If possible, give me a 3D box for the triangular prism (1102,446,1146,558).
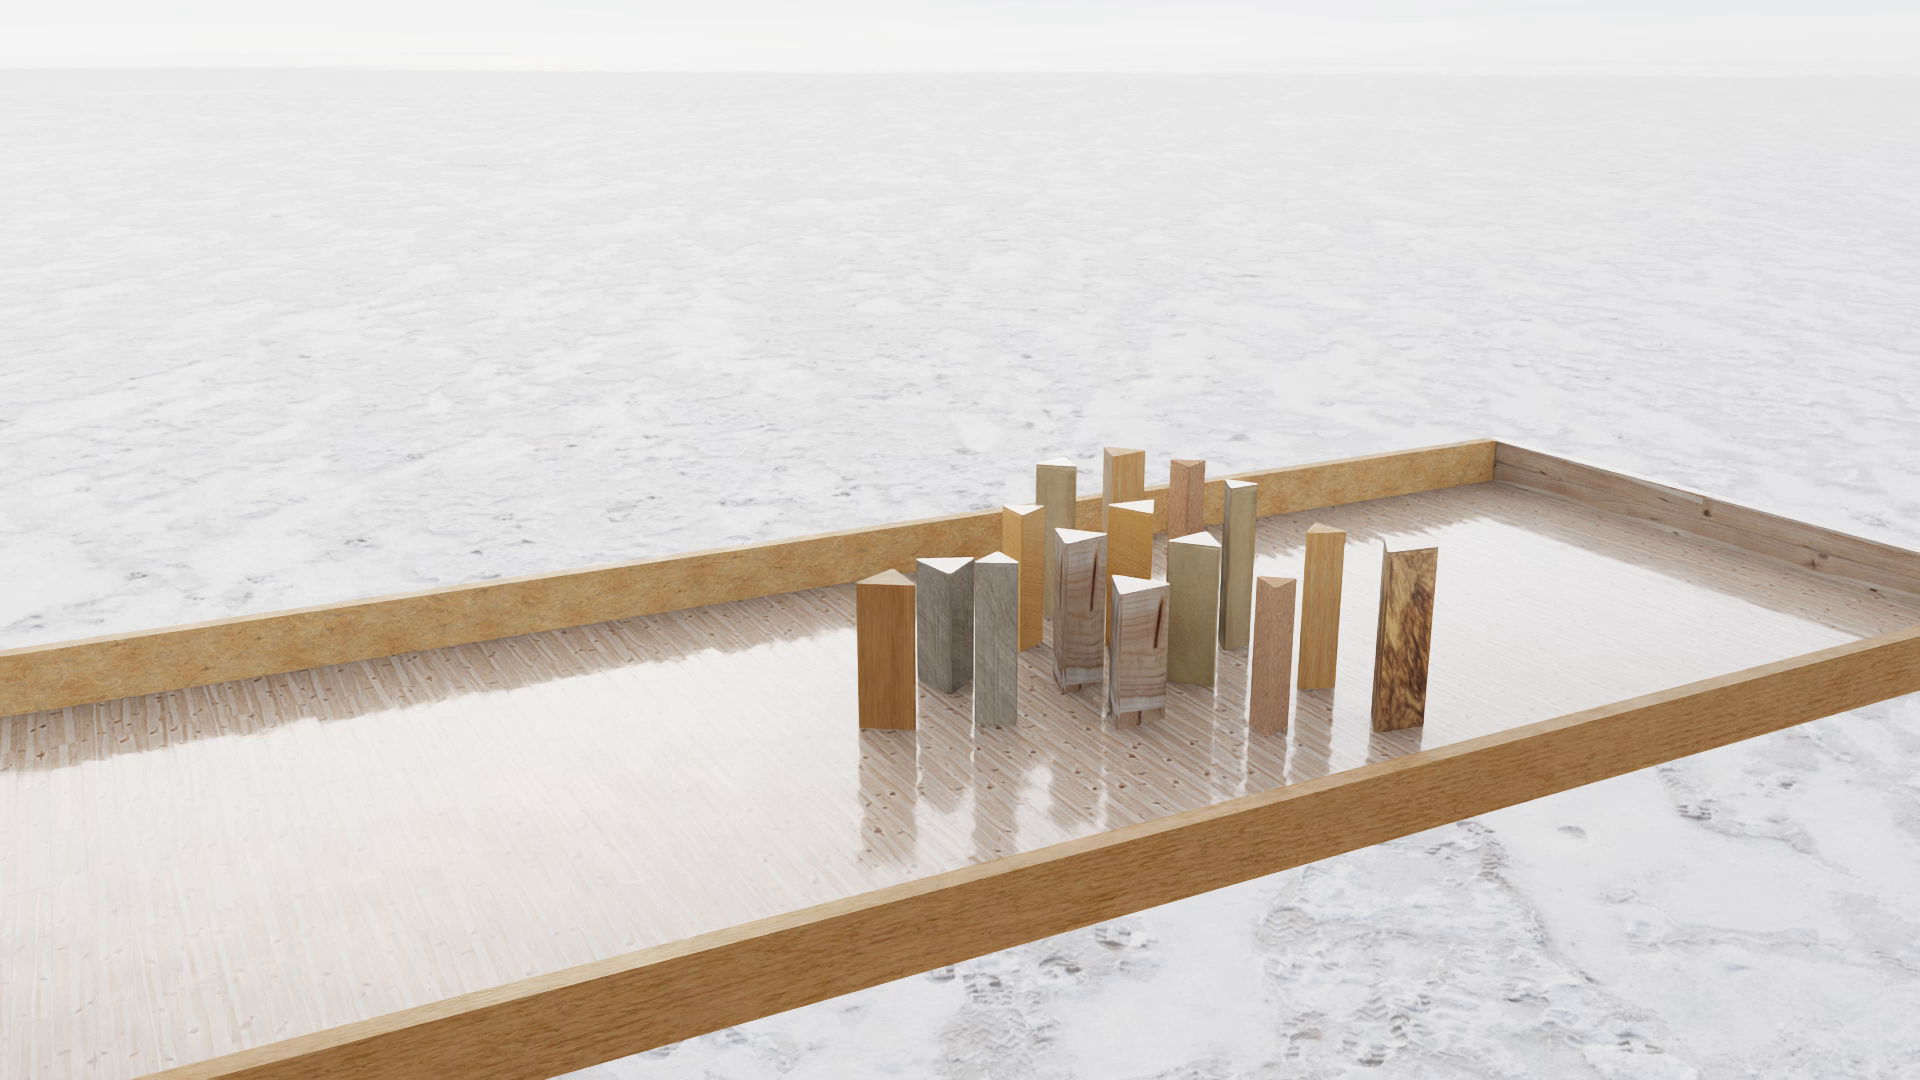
[{"bbox_3d":[0.459,-0.071,4.880,0.125,0.403,0.108,-12,20,-35],"label":"triangular prism"}]

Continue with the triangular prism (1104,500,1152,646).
[{"bbox_3d":[0.472,0.093,4.348,0.131,0.388,0.113,12,20,36],"label":"triangular prism"}]

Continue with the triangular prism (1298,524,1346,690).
[{"bbox_3d":[0.881,0.163,4.084,0.097,0.404,0.084,-2,16,-7],"label":"triangular prism"}]

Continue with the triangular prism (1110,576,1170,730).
[{"bbox_3d":[0.394,0.258,3.885,0.142,0.334,0.123,-10,19,-30],"label":"triangular prism"}]

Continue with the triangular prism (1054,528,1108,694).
[{"bbox_3d":[0.273,0.169,4.093,0.132,0.387,0.114,-12,20,-36],"label":"triangular prism"}]

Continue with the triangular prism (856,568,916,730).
[{"bbox_3d":[-0.164,0.254,3.861,0.134,0.355,0.116,2,16,6],"label":"triangular prism"}]

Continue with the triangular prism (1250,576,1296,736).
[{"bbox_3d":[0.711,0.264,3.815,0.077,0.362,0.089,15,22,41],"label":"triangular prism"}]

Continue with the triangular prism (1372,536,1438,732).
[{"bbox_3d":[1.008,0.216,3.843,0.132,0.439,0.114,-6,17,-19],"label":"triangular prism"}]

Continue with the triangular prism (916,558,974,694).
[{"bbox_3d":[-0.016,0.204,4.105,0.123,0.313,0.142,-11,20,-34],"label":"triangular prism"}]

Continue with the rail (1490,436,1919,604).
[{"bbox_3d":[2.466,-0.048,5.253,0.050,0.150,2.100,-9,18,-27],"label":"rail"}]

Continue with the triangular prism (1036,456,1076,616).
[{"bbox_3d":[0.275,-0.010,4.614,0.112,0.436,0.097,4,17,14],"label":"triangular prism"}]

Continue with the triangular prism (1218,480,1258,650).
[{"bbox_3d":[0.716,0.064,4.352,0.088,0.443,0.076,-9,19,-29],"label":"triangular prism"}]

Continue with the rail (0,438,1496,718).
[{"bbox_3d":[-3.305,0.497,3.399,12.000,0.150,0.050,-9,18,-27],"label":"rail"}]

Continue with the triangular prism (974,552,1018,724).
[{"bbox_3d":[0.086,0.229,3.872,0.098,0.397,0.085,1,16,3],"label":"triangular prism"}]

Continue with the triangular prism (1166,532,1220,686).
[{"bbox_3d":[0.594,0.169,4.131,0.130,0.365,0.113,7,18,22],"label":"triangular prism"}]

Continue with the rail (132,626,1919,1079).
[{"bbox_3d":[-2.336,1.006,1.665,12.000,0.150,0.050,-9,18,-27],"label":"rail"}]

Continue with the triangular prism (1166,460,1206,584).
[{"bbox_3d":[0.612,-0.001,4.569,0.081,0.445,0.094,11,20,34],"label":"triangular prism"}]

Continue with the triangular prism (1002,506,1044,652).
[{"bbox_3d":[0.152,0.095,4.366,0.093,0.375,0.107,11,20,32],"label":"triangular prism"}]
